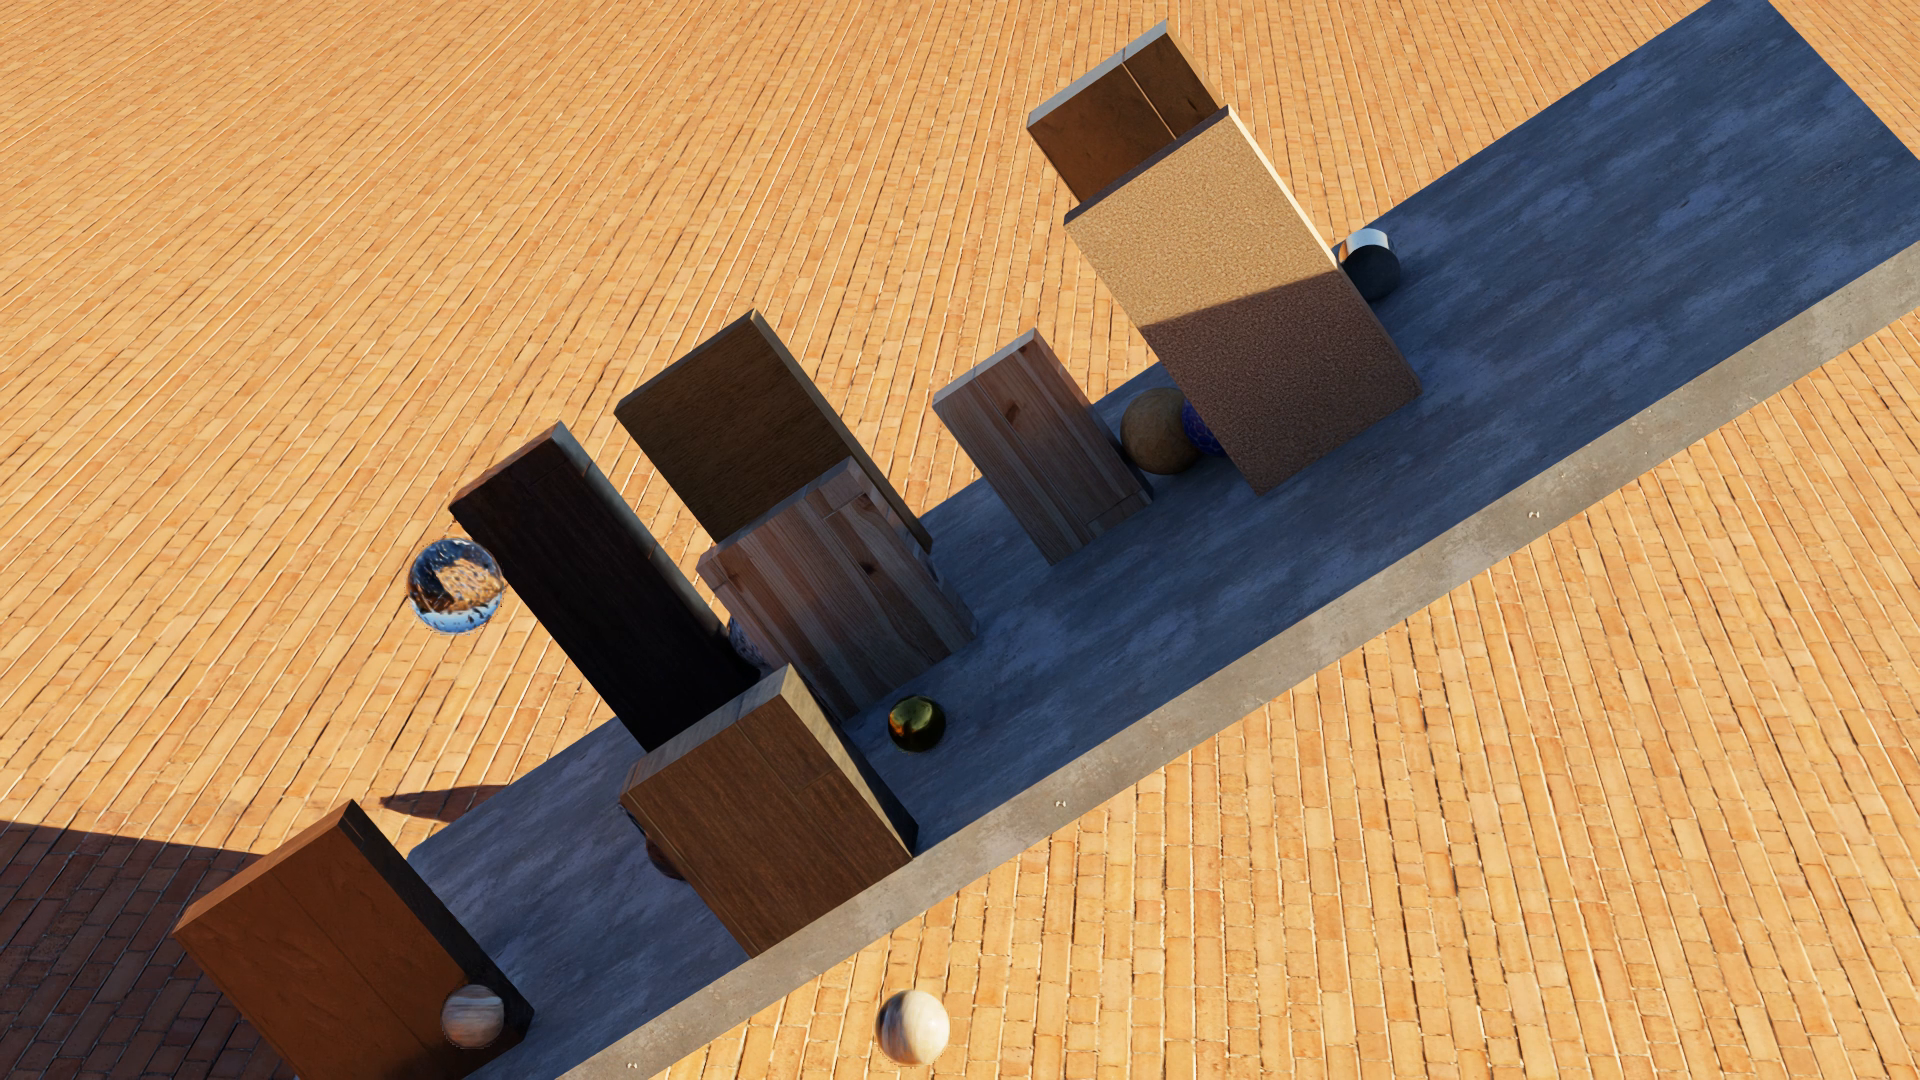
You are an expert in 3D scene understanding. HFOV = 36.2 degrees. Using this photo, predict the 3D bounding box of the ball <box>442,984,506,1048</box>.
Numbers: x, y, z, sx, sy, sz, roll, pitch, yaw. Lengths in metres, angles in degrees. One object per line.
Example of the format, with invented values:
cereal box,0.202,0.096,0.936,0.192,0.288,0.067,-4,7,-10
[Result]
ball,-0.962,0.941,5.818,0.123,0.123,0.123,0,22,0

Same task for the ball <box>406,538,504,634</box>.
ball,-1.015,0.091,5.911,0.193,0.193,0.193,0,22,0

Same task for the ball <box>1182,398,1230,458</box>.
ball,0.549,-0.260,6.135,0.175,0.175,0.175,0,22,0

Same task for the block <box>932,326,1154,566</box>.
block,0.177,-0.197,6.272,0.264,0.441,0.086,-33,16,15

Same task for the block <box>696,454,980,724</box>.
block,-0.260,0.120,6.275,0.403,0.464,0.085,-33,16,15

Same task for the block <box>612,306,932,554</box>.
block,-0.440,-0.150,6.992,0.408,0.710,0.092,-33,16,15

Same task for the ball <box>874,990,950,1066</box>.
ball,-0.087,0.890,5.371,0.138,0.138,0.138,0,22,0

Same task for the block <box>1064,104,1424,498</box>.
block,0.556,-0.462,5.758,0.385,0.678,0.089,-33,16,15

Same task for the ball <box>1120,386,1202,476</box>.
ball,0.435,-0.232,6.275,0.189,0.189,0.189,0,22,0

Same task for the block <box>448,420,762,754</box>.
block,-0.834,0.122,6.943,0.312,0.778,0.118,-33,16,15

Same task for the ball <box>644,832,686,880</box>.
ball,-0.564,0.617,6.061,0.169,0.169,0.169,0,22,0

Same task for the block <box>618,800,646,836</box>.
block,-0.613,0.582,6.306,0.151,0.151,0.151,-41,16,-13

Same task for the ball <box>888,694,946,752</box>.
ball,-0.086,0.364,5.840,0.116,0.116,0.116,0,22,0

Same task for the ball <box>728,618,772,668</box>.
ball,-0.458,0.214,6.979,0.180,0.180,0.180,0,22,0

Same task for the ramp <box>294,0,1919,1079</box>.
ramp,0.134,0.175,6.310,4.000,0.100,2.000,-33,16,15

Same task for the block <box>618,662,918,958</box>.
block,-0.352,0.505,5.466,0.375,0.407,0.137,-33,16,15

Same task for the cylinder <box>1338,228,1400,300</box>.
cylinder,0.899,-0.605,6.457,0.127,0.127,0.127,1,22,4

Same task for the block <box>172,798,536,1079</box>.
block,-1.228,0.880,5.972,0.443,0.588,0.117,-33,16,15

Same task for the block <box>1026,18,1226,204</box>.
block,0.514,-0.712,6.420,0.364,0.759,0.146,-33,16,15
